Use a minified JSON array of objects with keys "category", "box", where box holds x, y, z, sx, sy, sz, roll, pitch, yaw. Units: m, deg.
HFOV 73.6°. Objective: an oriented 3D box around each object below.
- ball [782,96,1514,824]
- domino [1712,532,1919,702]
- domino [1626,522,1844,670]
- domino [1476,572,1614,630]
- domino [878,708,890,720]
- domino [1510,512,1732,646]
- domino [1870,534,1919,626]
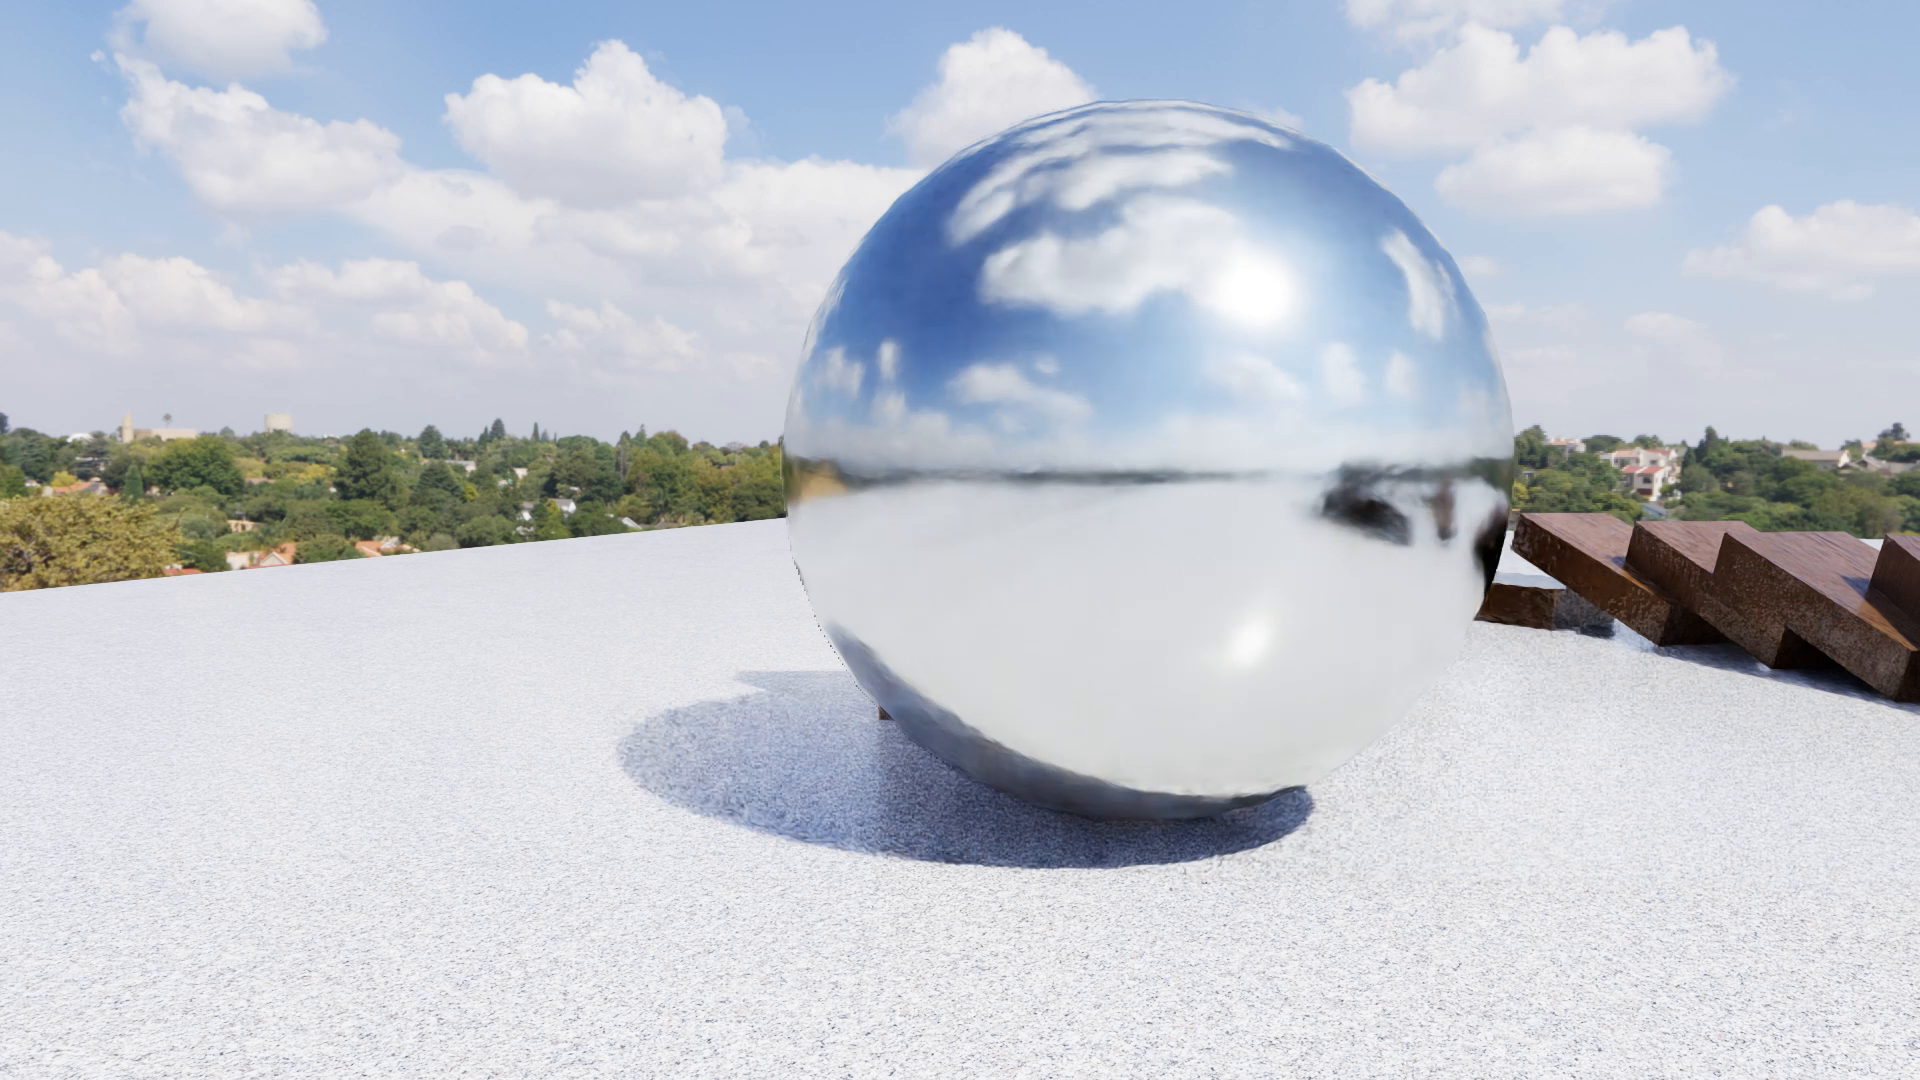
[{"category":"ball","box":[0.020,-0.009,0.147,0.080,0.080,0.080,0,4,0]},{"category":"domino","box":[0.165,0.013,0.234,0.025,0.009,0.050,0,23,-4]},{"category":"domino","box":[0.164,0.010,0.264,0.025,0.009,0.050,0,23,-5]},{"category":"domino","box":[0.132,0.014,0.320,0.025,0.010,0.050,-3,5,-33]},{"category":"domino","box":[0.000,0.002,0.201,0.025,0.050,0.009,0,4,0]},{"category":"domino","box":[0.153,0.008,0.293,0.025,0.009,0.050,-1,24,-15]},{"category":"domino","box":[0.173,0.014,0.207,0.025,0.009,0.050,5,23,10]}]
